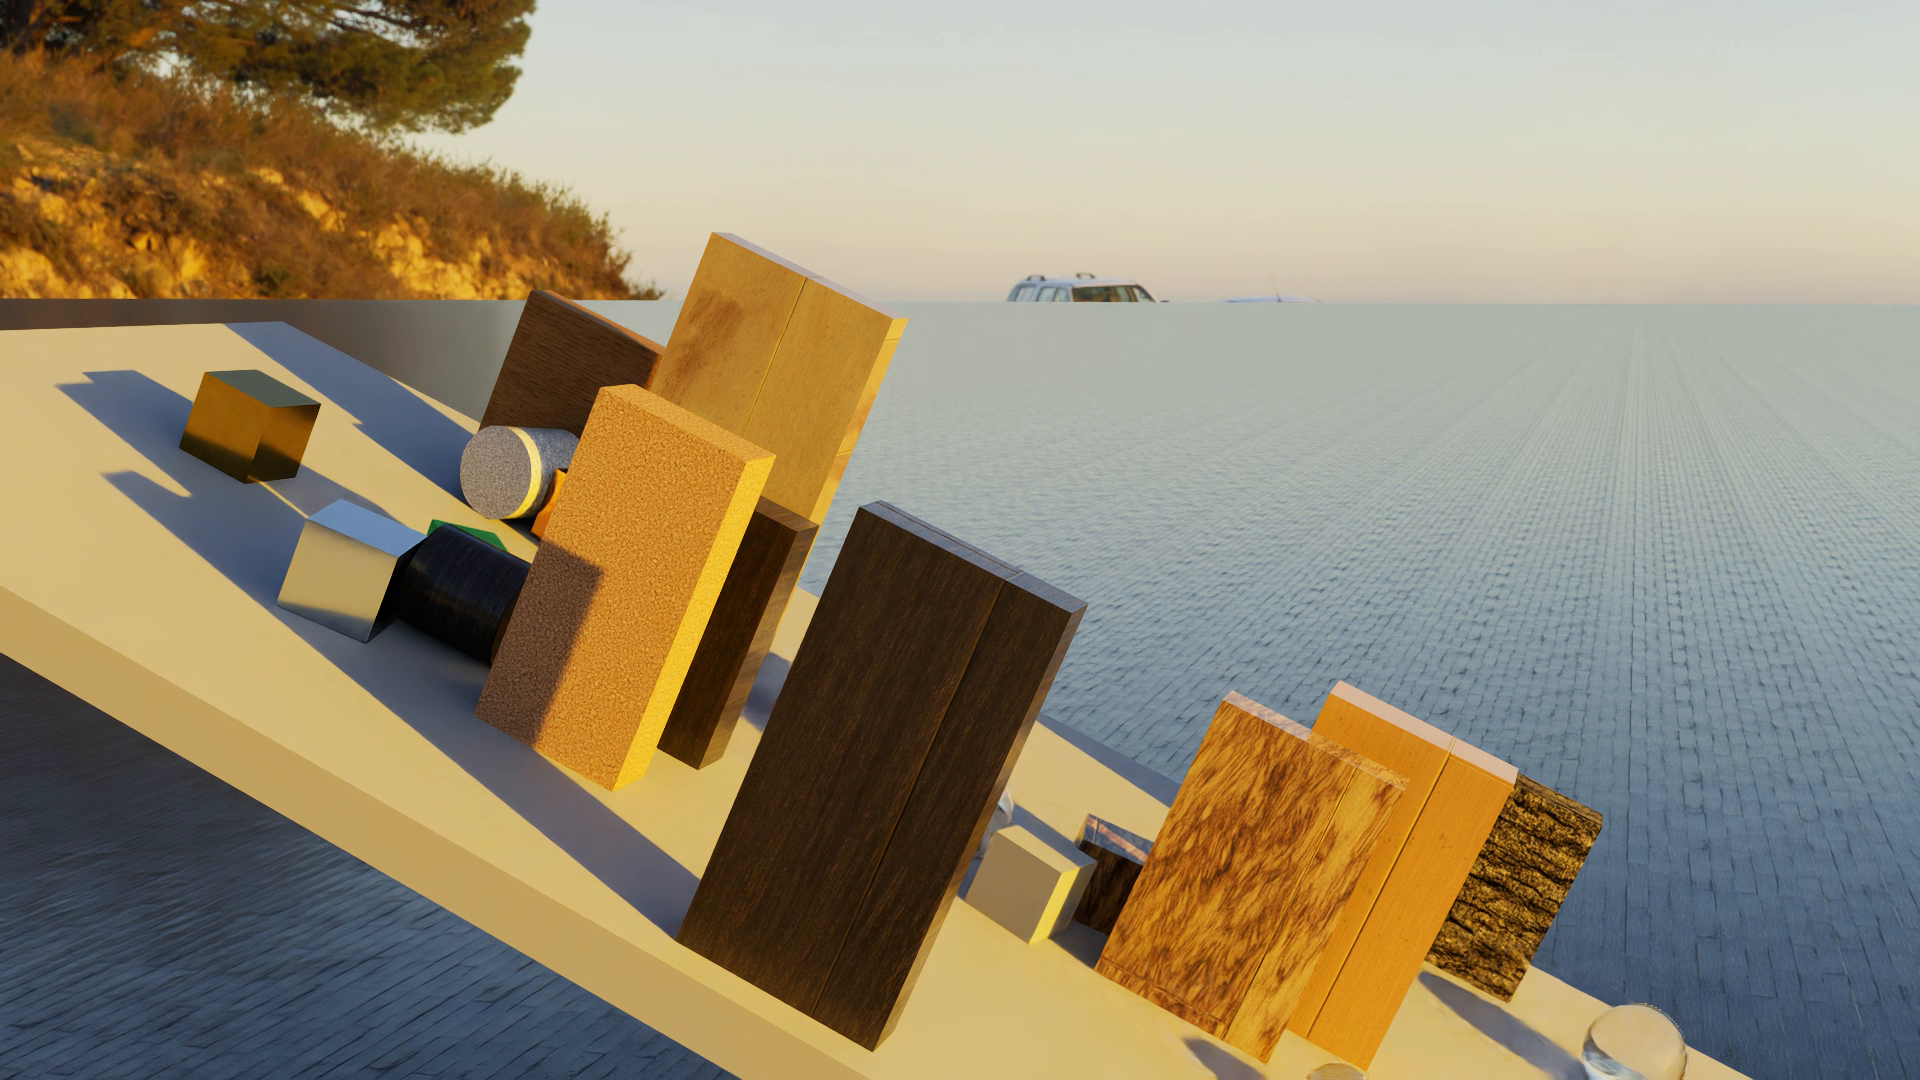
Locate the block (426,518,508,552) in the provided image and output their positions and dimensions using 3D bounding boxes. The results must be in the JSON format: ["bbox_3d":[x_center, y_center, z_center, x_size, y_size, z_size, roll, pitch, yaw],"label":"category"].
[{"bbox_3d":[-0.948,0.057,4.183,0.131,0.131,0.131,15,16,-33],"label":"block"}]

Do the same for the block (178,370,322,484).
[{"bbox_3d":[-1.424,-0.230,4.414,0.167,0.167,0.167,27,14,14],"label":"block"}]

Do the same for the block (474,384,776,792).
[{"bbox_3d":[-0.566,0.079,3.694,0.282,0.614,0.126,27,13,13],"label":"block"}]

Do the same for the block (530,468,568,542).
[{"bbox_3d":[-0.798,-0.047,4.779,0.162,0.162,0.162,30,15,26],"label":"block"}]

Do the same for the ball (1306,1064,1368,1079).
[{"bbox_3d":[0.607,0.905,3.543,0.122,0.122,0.122,0,7,0],"label":"ball"}]

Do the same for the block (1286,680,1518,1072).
[{"bbox_3d":[0.698,0.594,3.905,0.345,0.584,0.127,27,13,13],"label":"block"}]

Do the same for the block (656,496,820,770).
[{"bbox_3d":[-0.539,0.101,3.955,0.417,0.475,0.108,27,13,13],"label":"block"}]

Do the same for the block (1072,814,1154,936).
[{"bbox_3d":[0.268,0.618,4.032,0.148,0.148,0.148,24,13,2],"label":"block"}]

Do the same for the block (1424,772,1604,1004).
[{"bbox_3d":[1.035,0.664,4.566,0.434,0.420,0.113,27,13,13],"label":"block"}]

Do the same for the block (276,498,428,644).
[{"bbox_3d":[-1.074,0.054,3.893,0.171,0.171,0.171,23,13,-1],"label":"block"}]

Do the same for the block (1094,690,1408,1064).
[{"bbox_3d":[0.492,0.573,3.743,0.331,0.535,0.089,27,13,13],"label":"block"}]

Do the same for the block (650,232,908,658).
[{"bbox_3d":[-0.457,-0.189,4.554,0.425,0.784,0.097,27,13,13],"label":"block"}]

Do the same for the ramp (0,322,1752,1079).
[{"bbox_3d":[-0.278,0.480,4.178,4.000,0.100,2.000,27,13,13],"label":"ramp"}]

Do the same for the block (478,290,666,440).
[{"bbox_3d":[-0.849,-0.273,4.959,0.418,0.444,0.091,27,13,13],"label":"block"}]

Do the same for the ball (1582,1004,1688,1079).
[{"bbox_3d":[1.295,0.991,4.227,0.194,0.194,0.194,0,7,0],"label":"ball"}]

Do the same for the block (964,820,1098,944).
[{"bbox_3d":[0.125,0.600,3.866,0.143,0.143,0.143,30,15,26],"label":"block"}]

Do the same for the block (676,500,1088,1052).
[{"bbox_3d":[-0.120,0.343,3.189,0.339,0.720,0.096,27,13,13],"label":"block"}]

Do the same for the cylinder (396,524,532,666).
[{"bbox_3d":[-0.882,0.101,3.983,0.196,0.196,0.196,25,11,7],"label":"cylinder"}]

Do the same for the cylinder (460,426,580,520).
[{"bbox_3d":[-0.950,-0.146,4.820,0.202,0.202,0.202,4,2,29],"label":"cylinder"}]
